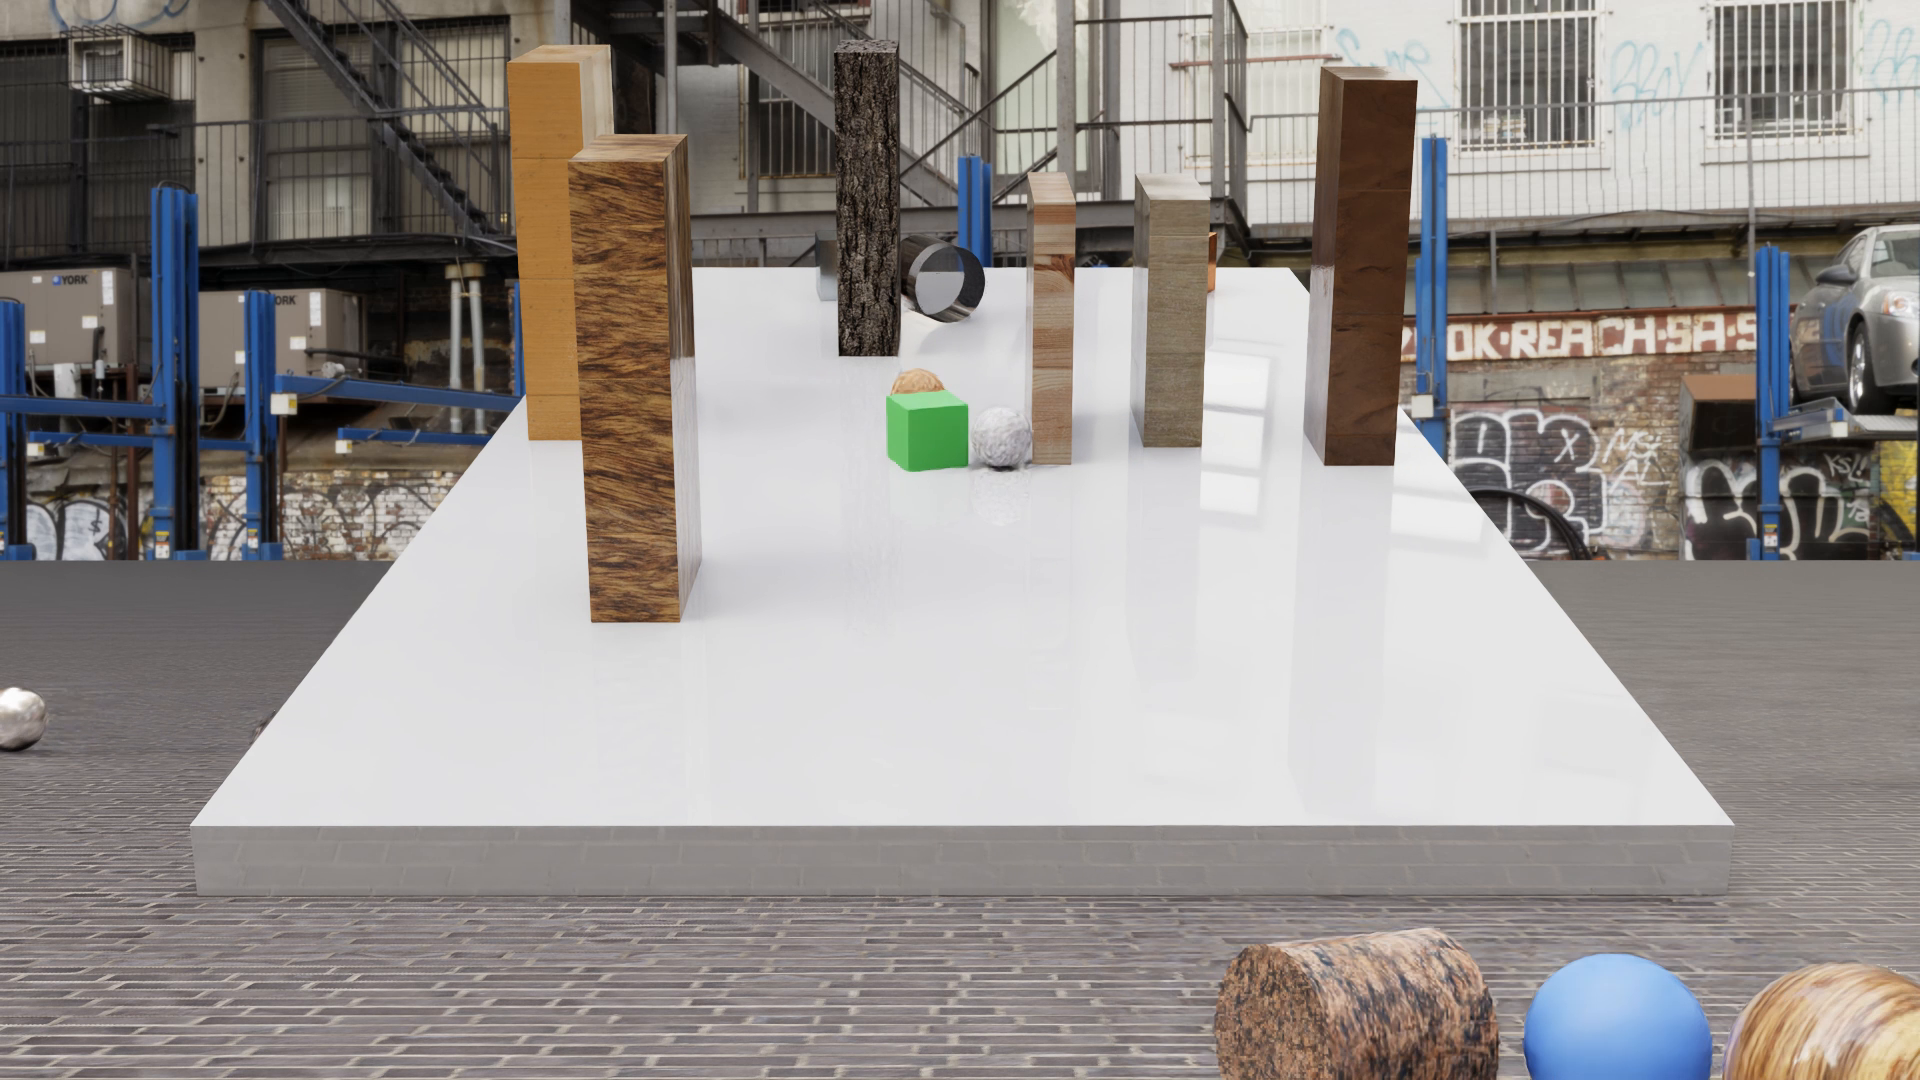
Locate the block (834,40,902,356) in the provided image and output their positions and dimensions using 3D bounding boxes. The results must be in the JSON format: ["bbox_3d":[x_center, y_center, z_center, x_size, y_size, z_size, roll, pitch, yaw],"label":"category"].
[{"bbox_3d":[-0.228,-0.864,5.598,0.147,0.741,0.371,0,17,0],"label":"block"}]

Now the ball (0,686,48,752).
[{"bbox_3d":[-2.140,0.403,5.030,0.150,0.150,0.150,0,0,0],"label":"ball"}]

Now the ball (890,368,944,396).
[{"bbox_3d":[-0.092,-0.316,4.880,0.120,0.120,0.120,0,0,0],"label":"ball"}]

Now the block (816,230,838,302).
[{"bbox_3d":[-0.315,-0.774,6.267,0.171,0.171,0.171,-2,17,-7],"label":"block"}]

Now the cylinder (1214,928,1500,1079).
[{"bbox_3d":[0.301,0.379,1.698,0.153,0.153,0.153,0,0,-27],"label":"cylinder"}]

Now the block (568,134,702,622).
[{"bbox_3d":[-0.530,-0.273,3.683,0.145,0.748,0.340,0,17,0],"label":"block"}]

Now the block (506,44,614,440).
[{"bbox_3d":[-0.846,-0.653,4.832,0.147,0.791,0.426,0,17,0],"label":"block"}]

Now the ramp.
[{"bbox_3d":[-0.003,-0.177,4.806,2.000,0.100,4.000,0,17,0],"label":"ramp"}]

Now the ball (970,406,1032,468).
[{"bbox_3d":[0.084,-0.211,4.536,0.125,0.125,0.125,0,0,0],"label":"ball"}]

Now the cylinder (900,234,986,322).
[{"bbox_3d":[-0.070,-0.703,5.980,0.205,0.205,0.205,0,15,-27],"label":"cylinder"}]

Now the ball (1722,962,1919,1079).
[{"bbox_3d":[0.610,0.373,1.524,0.166,0.166,0.166,0,0,0],"label":"ball"}]

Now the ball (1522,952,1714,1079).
[{"bbox_3d":[0.503,0.387,1.706,0.140,0.140,0.140,0,0,0],"label":"ball"}]

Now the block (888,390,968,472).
[{"bbox_3d":[-0.066,-0.224,4.567,0.131,0.131,0.131,-6,18,-19],"label":"block"}]

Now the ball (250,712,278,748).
[{"bbox_3d":[-1.274,0.399,4.241,0.149,0.149,0.149,0,0,0],"label":"ball"}]

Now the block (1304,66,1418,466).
[{"bbox_3d":[0.818,-0.565,4.580,0.144,0.778,0.286,0,17,0],"label":"block"}]

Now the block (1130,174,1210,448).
[{"bbox_3d":[0.448,-0.502,4.802,0.123,0.523,0.384,0,17,0],"label":"block"}]

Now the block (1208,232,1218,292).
[{"bbox_3d":[0.625,-0.784,6.315,0.162,0.162,0.162,7,19,22],"label":"block"}]

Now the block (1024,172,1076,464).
[{"bbox_3d":[0.187,-0.474,4.686,0.082,0.538,0.424,0,17,0],"label":"block"}]
